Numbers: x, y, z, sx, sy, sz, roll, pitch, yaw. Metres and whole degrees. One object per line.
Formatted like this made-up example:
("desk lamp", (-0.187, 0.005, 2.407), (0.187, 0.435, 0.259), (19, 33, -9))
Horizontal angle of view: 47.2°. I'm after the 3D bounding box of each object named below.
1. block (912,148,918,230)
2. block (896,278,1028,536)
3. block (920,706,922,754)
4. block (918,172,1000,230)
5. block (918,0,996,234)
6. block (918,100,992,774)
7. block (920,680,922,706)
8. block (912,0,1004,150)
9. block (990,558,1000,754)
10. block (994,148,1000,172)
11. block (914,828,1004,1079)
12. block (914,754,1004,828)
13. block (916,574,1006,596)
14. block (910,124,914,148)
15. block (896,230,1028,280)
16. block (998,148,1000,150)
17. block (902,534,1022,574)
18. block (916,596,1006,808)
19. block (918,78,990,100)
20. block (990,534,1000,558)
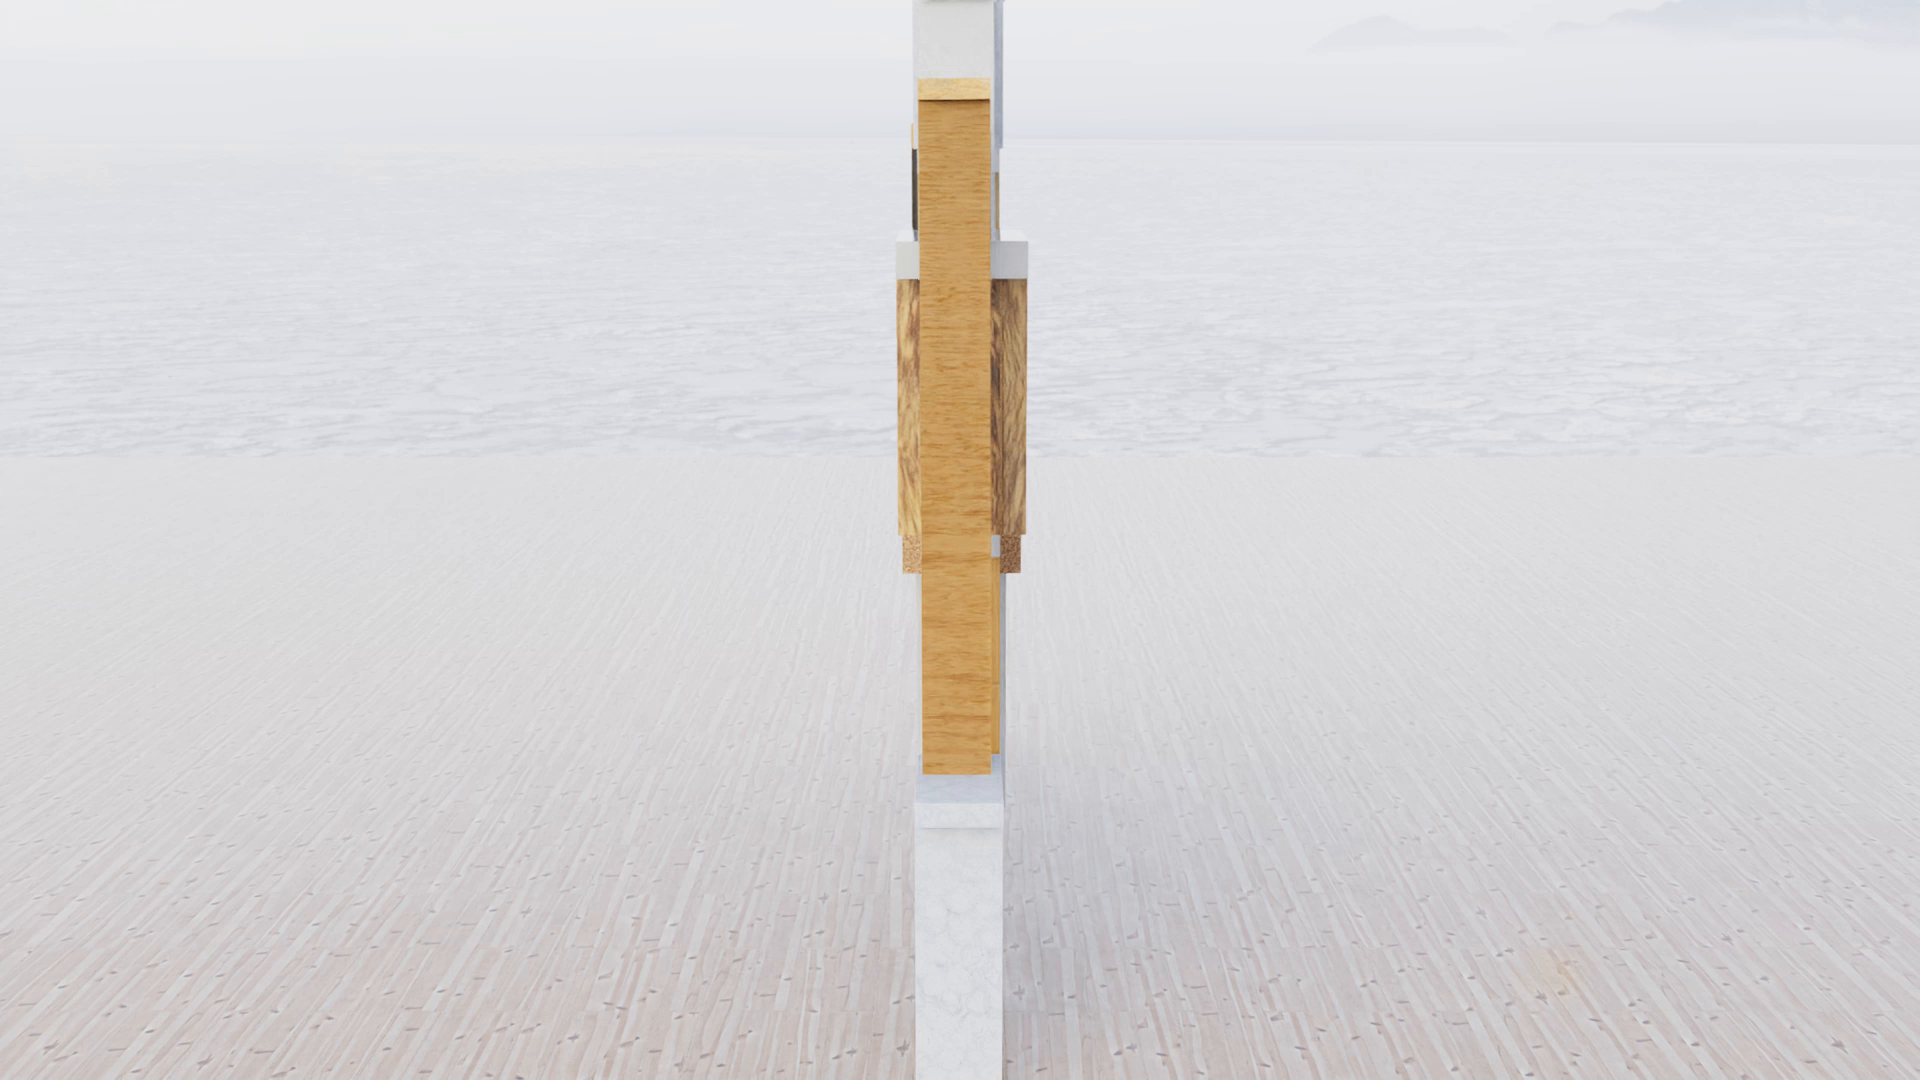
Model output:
("block", (-0.007, -0.498, 3.591), (0.140, 0.280, 0.040), (0, 11, 0))
("block", (0.003, -0.186, 3.041), (0.178, 0.355, 0.050), (0, 11, 0))
("block", (-0.004, 0.343, 3.287), (0.107, 0.214, 0.030), (0, 10, 0))
("block", (-0.001, -0.337, 3.361), (0.122, 0.443, 0.035), (0, 11, 0))
("block", (-0.004, -0.602, 3.130), (0.105, 0.329, 0.030), (-1, 11, 0))
("block", (-0.006, -0.125, 2.900), (0.092, 0.893, 0.026), (0, 10, 0))
("block", (-0.004, 0.210, 3.334), (0.107, 0.030, 0.214), (0, 11, 0))
("block", (-0.003, -0.751, 3.333), (0.136, 0.313, 0.039), (0, 10, 0))
("block", (0.001, 0.172, 3.118), (0.109, 0.315, 0.031), (0, 11, 0))
("block", (-0.002, -0.587, 3.397), (0.122, 0.035, 0.245), (0, 10, 0))
("block", (-0.001, 0.545, 2.916), (0.115, 0.364, 0.033), (0, 11, 0))
("block", (-0.001, 0.336, 2.956), (0.115, 0.033, 0.230), (0, 10, 0))
("block", (0.001, 0.041, 3.561), (0.141, 0.040, 0.282), (0, 10, 0))
("block", (-0.008, -0.672, 3.653), (0.140, 0.040, 0.280), (0, 11, 0))
("block", (0.002, -0.407, 3.120), (0.178, 0.050, 0.356), (0, 10, 0))
("block", (0.003, -0.677, 3.879), (0.130, 0.301, 0.037), (0, 11, -1))
("block", (0.002, -0.179, 3.283), (0.178, 0.457, 0.050), (0, 11, 0))
("block", (0.002, 0.251, 3.504), (0.141, 0.352, 0.040), (0, 10, 0))
("block", (-0.007, -0.589, 2.877), (0.092, 0.026, 0.184), (-1, 10, 0))
("block", (0.001, -0.012, 3.158), (0.109, 0.031, 0.219), (0, 11, 0))
